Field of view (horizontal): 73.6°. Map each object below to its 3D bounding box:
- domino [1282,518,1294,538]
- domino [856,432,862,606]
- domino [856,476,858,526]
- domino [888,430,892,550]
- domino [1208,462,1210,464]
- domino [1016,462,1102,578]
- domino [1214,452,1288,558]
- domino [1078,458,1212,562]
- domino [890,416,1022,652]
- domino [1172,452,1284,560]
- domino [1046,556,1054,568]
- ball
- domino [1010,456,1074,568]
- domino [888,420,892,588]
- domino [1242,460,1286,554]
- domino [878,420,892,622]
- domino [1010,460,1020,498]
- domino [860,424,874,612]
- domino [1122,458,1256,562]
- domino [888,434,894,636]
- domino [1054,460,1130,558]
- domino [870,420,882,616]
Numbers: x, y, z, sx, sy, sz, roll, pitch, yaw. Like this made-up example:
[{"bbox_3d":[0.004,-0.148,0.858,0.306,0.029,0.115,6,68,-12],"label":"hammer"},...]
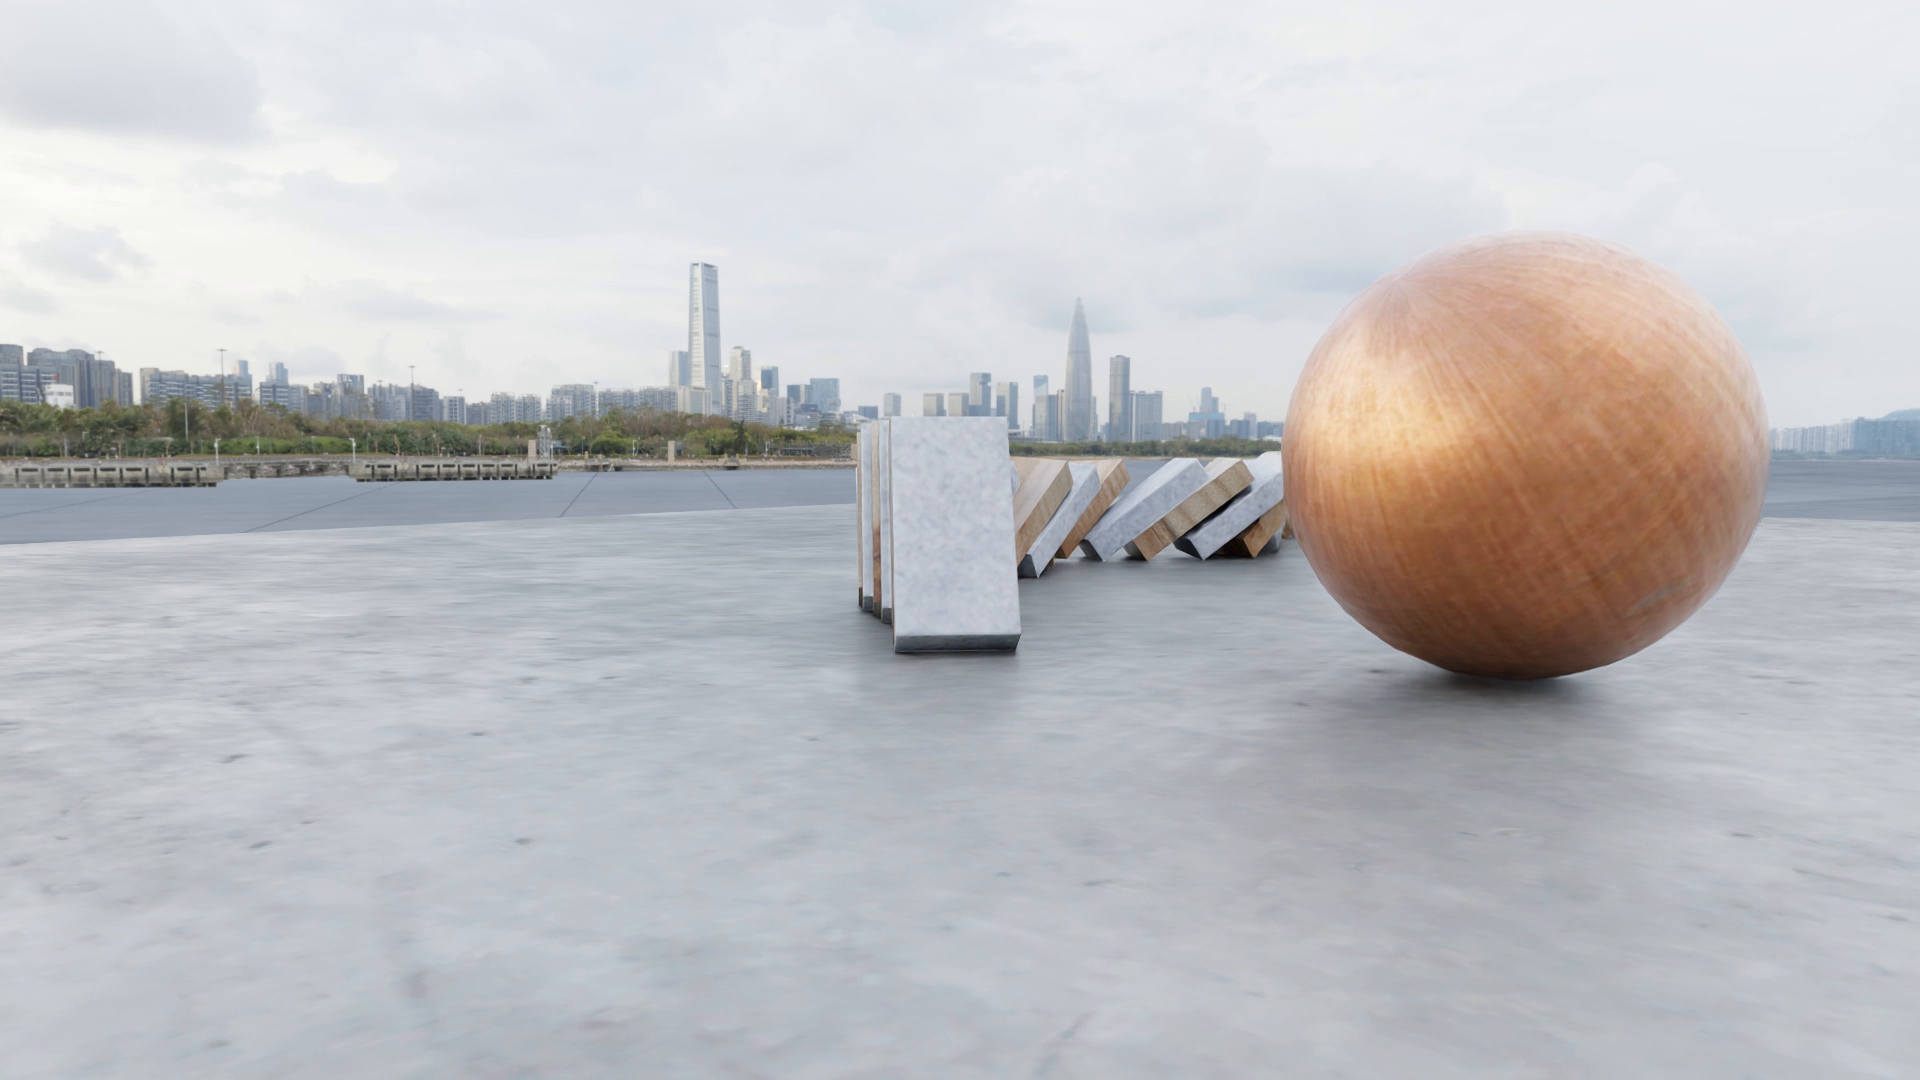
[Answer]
[{"bbox_3d":[0.163,-0.019,0.589,0.050,0.010,0.025,-32,8,-4],"label":"domino"},{"bbox_3d":[-0.015,-0.006,0.348,0.025,0.050,0.010,0,-32,-5],"label":"domino"},{"bbox_3d":[-0.017,-0.003,0.367,0.025,0.009,0.050,-1,38,-5],"label":"domino"},{"bbox_3d":[-0.003,-0.003,0.292,0.025,0.050,0.009,0,-25,-5],"label":"domino"},{"bbox_3d":[0.123,-0.017,0.560,0.025,0.010,0.050,1,36,5],"label":"domino"},{"bbox_3d":[0.025,-0.008,0.428,0.025,0.009,0.050,6,40,32],"label":"domino"},{"bbox_3d":[0.116,-0.014,0.495,0.050,0.010,0.025,-46,28,-23],"label":"domino"},{"bbox_3d":[0.067,-0.012,0.478,0.050,0.010,0.025,-37,9,-5],"label":"domino"},{"bbox_3d":[-0.002,-0.002,0.270,0.025,0.050,0.009,0,-25,-5],"label":"domino"},{"bbox_3d":[0.103,-0.013,0.481,0.050,0.009,0.025,-37,16,-5],"label":"domino"},{"bbox_3d":[0.021,-0.009,0.450,0.025,0.009,0.050,-2,37,9],"label":"domino"},{"bbox_3d":[0.099,-0.015,0.231,0.080,0.080,0.080,0,4,0],"label":"ball"},{"bbox_3d":[0.014,-0.008,0.414,0.025,0.009,0.050,7,43,32],"label":"domino"},{"bbox_3d":[-0.004,-0.004,0.302,0.025,0.050,0.009,0,-25,-5],"label":"domino"},{"bbox_3d":[0.120,-0.014,0.520,0.025,0.009,0.050,2,38,24],"label":"domino"},{"bbox_3d":[-0.007,-0.005,0.313,0.025,0.050,0.009,0,-25,-5],"label":"domino"},{"bbox_3d":[-0.001,-0.006,0.403,0.025,0.010,0.050,2,41,25],"label":"domino"},{"bbox_3d":[-0.013,-0.007,0.335,0.025,0.050,0.010,0,-26,-5],"label":"domino"},{"bbox_3d":[0.083,-0.012,0.479,0.050,0.009,0.025,-37,9,-4],"label":"domino"},{"bbox_3d":[-0.002,-0.003,0.281,0.025,0.050,0.009,0,-25,-5],"label":"domino"},{"bbox_3d":[0.041,-0.012,0.485,0.025,0.010,0.050,1,38,42],"label":"domino"},{"bbox_3d":[-0.010,-0.006,0.324,0.025,0.050,0.010,0,-25,-5],"label":"domino"}]
